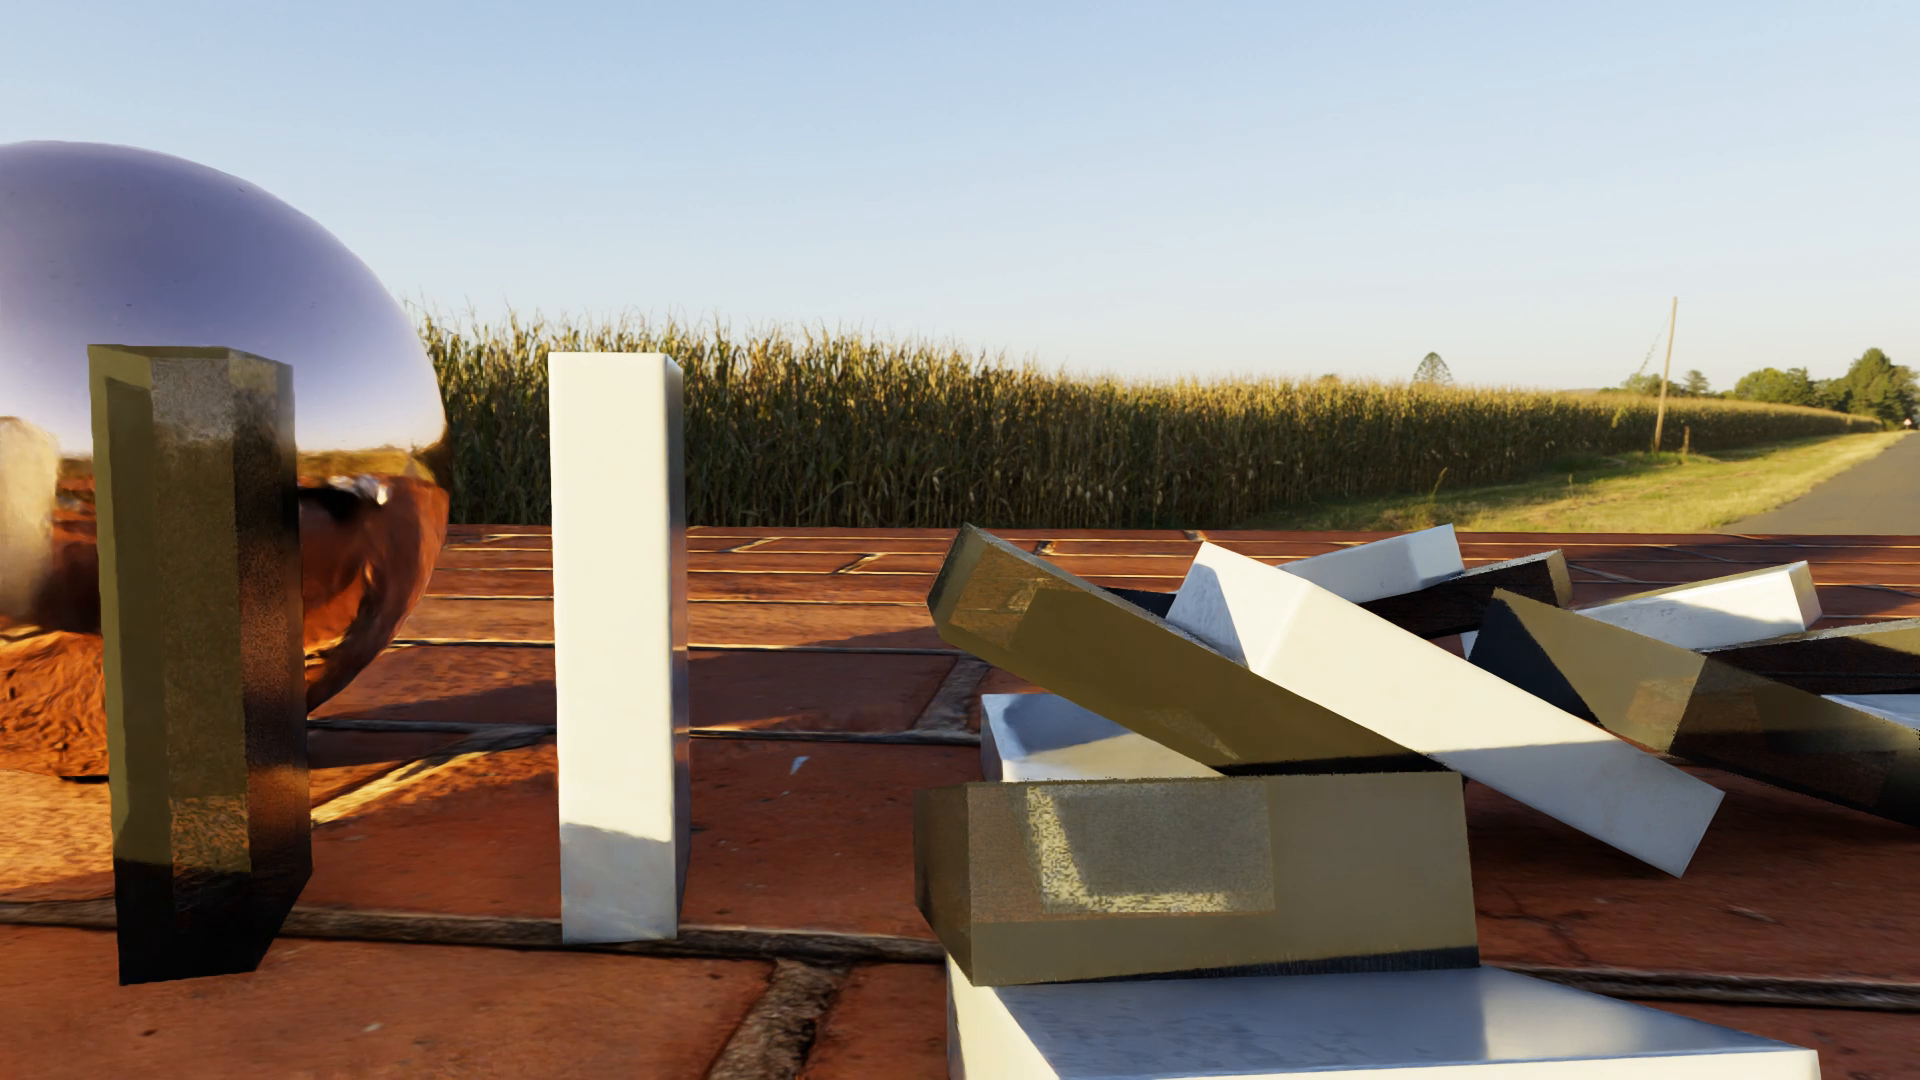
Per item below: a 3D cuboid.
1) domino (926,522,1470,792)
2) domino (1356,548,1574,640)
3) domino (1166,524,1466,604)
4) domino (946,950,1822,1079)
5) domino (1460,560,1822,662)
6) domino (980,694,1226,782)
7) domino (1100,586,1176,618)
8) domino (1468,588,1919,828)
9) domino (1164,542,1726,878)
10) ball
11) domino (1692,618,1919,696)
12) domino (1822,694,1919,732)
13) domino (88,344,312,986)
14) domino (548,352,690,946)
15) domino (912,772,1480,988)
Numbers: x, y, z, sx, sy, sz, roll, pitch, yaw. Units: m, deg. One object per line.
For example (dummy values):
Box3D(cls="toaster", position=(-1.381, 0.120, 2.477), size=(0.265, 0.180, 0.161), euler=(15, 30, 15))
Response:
Box3D(cls="domino", position=(0.022, 0.014, 0.128), size=(0.050, 0.010, 0.025), euler=(26, 3, -6))
Box3D(cls="domino", position=(0.086, 0.013, 0.241), size=(0.050, 0.009, 0.025), euler=(-16, -5, 31))
Box3D(cls="domino", position=(0.065, 0.008, 0.242), size=(0.050, 0.009, 0.025), euler=(-17, -5, 38))
Box3D(cls="domino", position=(0.014, 0.026, 0.064), size=(0.025, 0.010, 0.050), euler=(0, -11, -5))
Box3D(cls="domino", position=(0.115, 0.015, 0.218), size=(0.050, 0.009, 0.025), euler=(-18, -8, 38))
Box3D(cls="domino", position=(0.016, 0.027, 0.146), size=(0.025, 0.010, 0.050), euler=(0, 4, -3))
Box3D(cls="domino", position=(0.032, 0.018, 0.174), size=(0.050, 0.009, 0.025), euler=(5, -32, 47))
Box3D(cls="domino", position=(0.082, 0.019, 0.138), size=(0.050, 0.010, 0.025), euler=(17, 6, -26))
Box3D(cls="domino", position=(0.048, 0.017, 0.132), size=(0.050, 0.010, 0.025), euler=(26, 3, -13))
Box3D(cls="ball", position=(-0.108, -0.010, 0.166), size=(0.080, 0.080, 0.080), euler=(0, 4, 0))
Box3D(cls="domino", position=(0.135, 0.018, 0.189), size=(0.025, 0.009, 0.050), euler=(-4, -9, -40))
Box3D(cls="domino", position=(0.127, 0.027, 0.145), size=(0.025, 0.010, 0.050), euler=(0, 4, -2))
Box3D(cls="domino", position=(-0.065, 0.009, 0.112), size=(0.010, 0.050, 0.025), euler=(-1, 4, -17))
Box3D(cls="domino", position=(-0.031, 0.009, 0.120), size=(0.010, 0.050, 0.025), euler=(-1, 4, -9))
Box3D(cls="domino", position=(0.011, 0.021, 0.087), size=(0.025, 0.010, 0.050), euler=(0, -11, -5))
